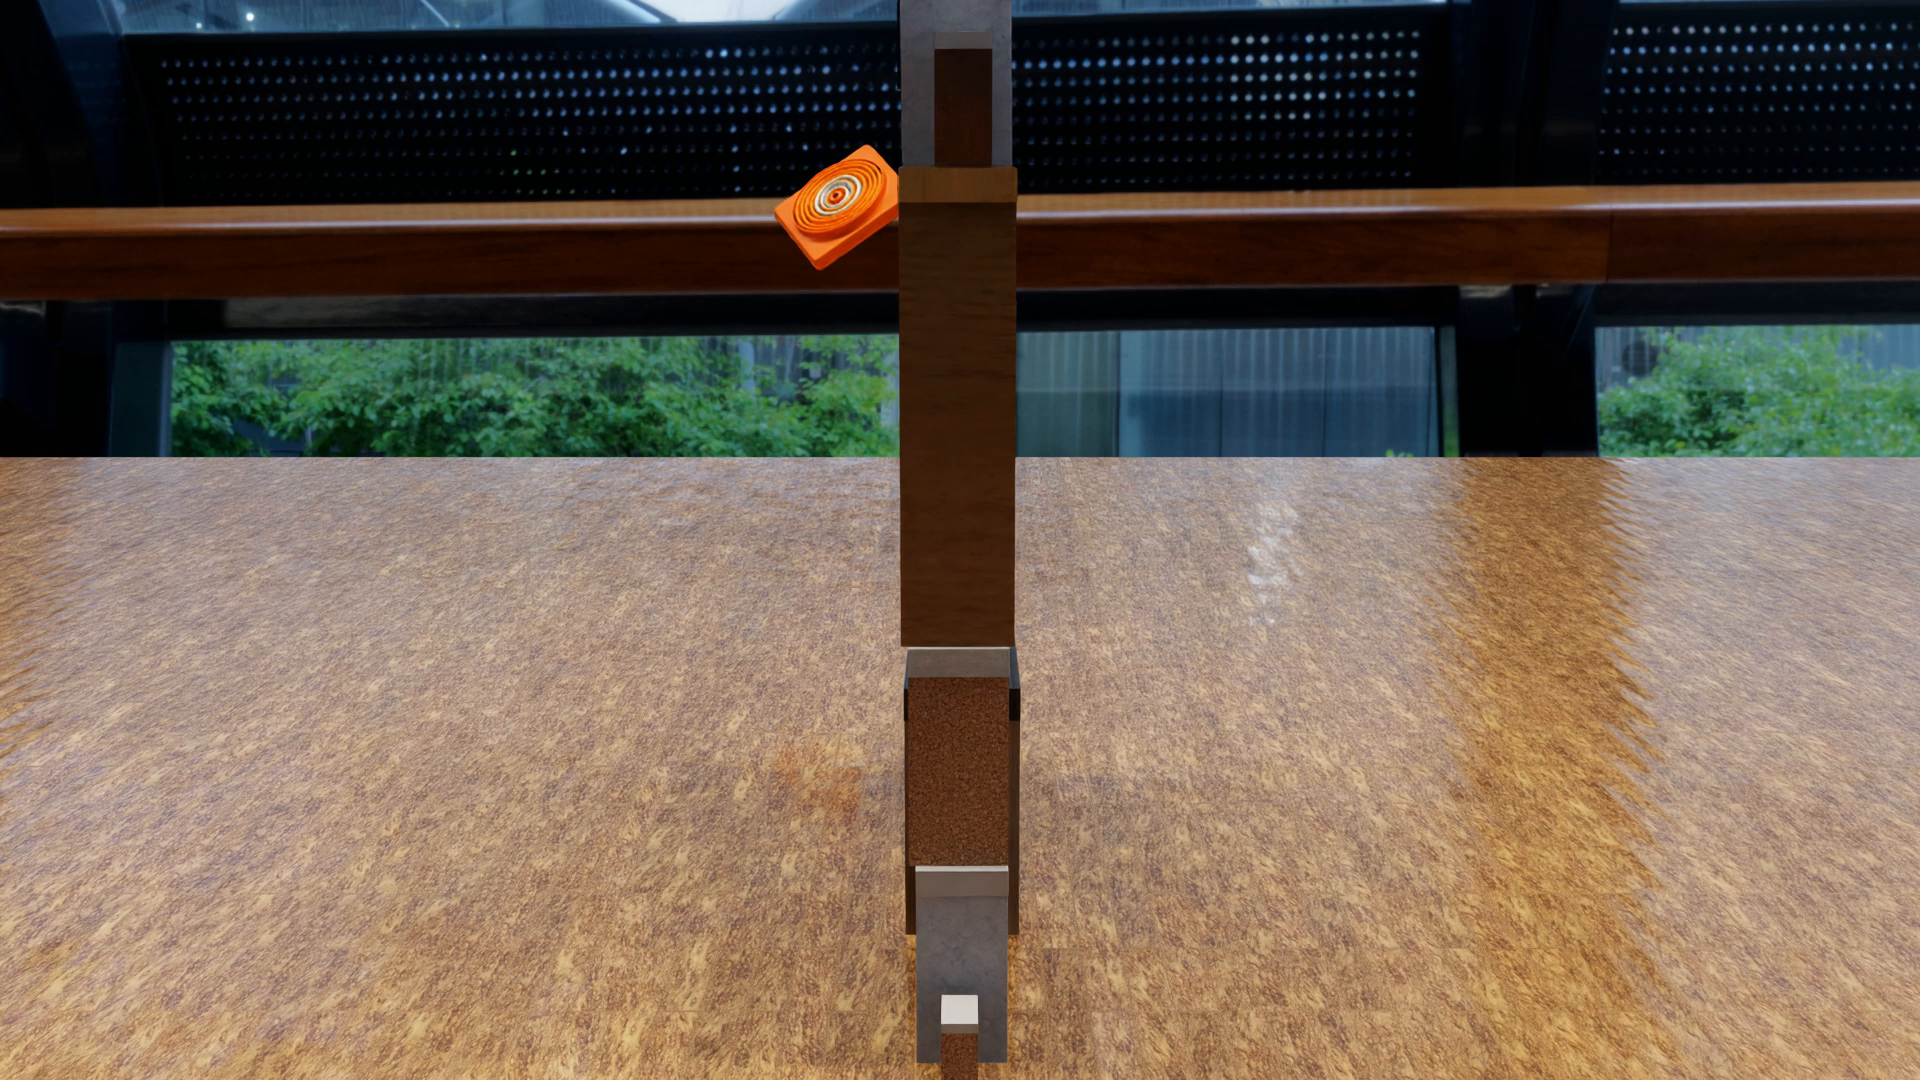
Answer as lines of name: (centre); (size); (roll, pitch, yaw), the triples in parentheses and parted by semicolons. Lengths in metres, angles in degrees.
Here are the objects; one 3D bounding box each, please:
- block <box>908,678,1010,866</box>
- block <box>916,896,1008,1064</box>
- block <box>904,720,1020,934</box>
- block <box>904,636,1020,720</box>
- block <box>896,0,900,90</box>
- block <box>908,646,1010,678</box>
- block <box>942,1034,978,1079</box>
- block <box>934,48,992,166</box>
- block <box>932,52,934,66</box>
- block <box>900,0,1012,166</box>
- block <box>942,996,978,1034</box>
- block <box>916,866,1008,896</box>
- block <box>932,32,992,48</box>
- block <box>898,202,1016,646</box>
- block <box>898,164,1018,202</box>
block: (-0.002, 0.302, 2.942); (0.133, 0.266, 0.038); (0, 11, 0)
block: (0.003, 0.589, 2.996); (0.124, 0.247, 0.035); (0, 11, 0)
block: (0.003, 0.444, 3.473); (0.180, 0.359, 0.051); (0, 11, 0)
block: (0.003, 0.220, 3.554); (0.180, 0.051, 0.359); (0, 11, 0)
block: (-0.017, -0.836, 3.300); (0.156, 0.312, 0.044); (-1, 12, -2)
block: (-0.002, 0.136, 3.001); (0.133, 0.038, 0.266); (0, 11, 0)
block: (0.000, 0.687, 2.886); (0.048, 0.096, 0.014); (0, 11, 0)
block: (0.004, -0.579, 2.946); (0.076, 0.153, 0.022); (0, 11, 0)
block: (0.002, -0.530, 3.057); (0.077, 0.290, 0.022); (-1, 10, 0)
block: (-0.006, -0.676, 3.112); (0.156, 0.556, 0.044); (-1, 11, -1)
block: (0.000, 0.627, 2.907); (0.048, 0.014, 0.096); (0, 11, 0)
block: (0.003, 0.435, 3.051); (0.124, 0.035, 0.248); (0, 11, 0)
block: (0.003, -0.675, 2.979); (0.077, 0.022, 0.153); (0, 10, -1)
block: (-0.003, -0.147, 2.848); (0.149, 0.576, 0.042); (0, 11, 0)
block: (-0.003, -0.470, 2.889); (0.149, 0.042, 0.298); (0, 11, 0)
